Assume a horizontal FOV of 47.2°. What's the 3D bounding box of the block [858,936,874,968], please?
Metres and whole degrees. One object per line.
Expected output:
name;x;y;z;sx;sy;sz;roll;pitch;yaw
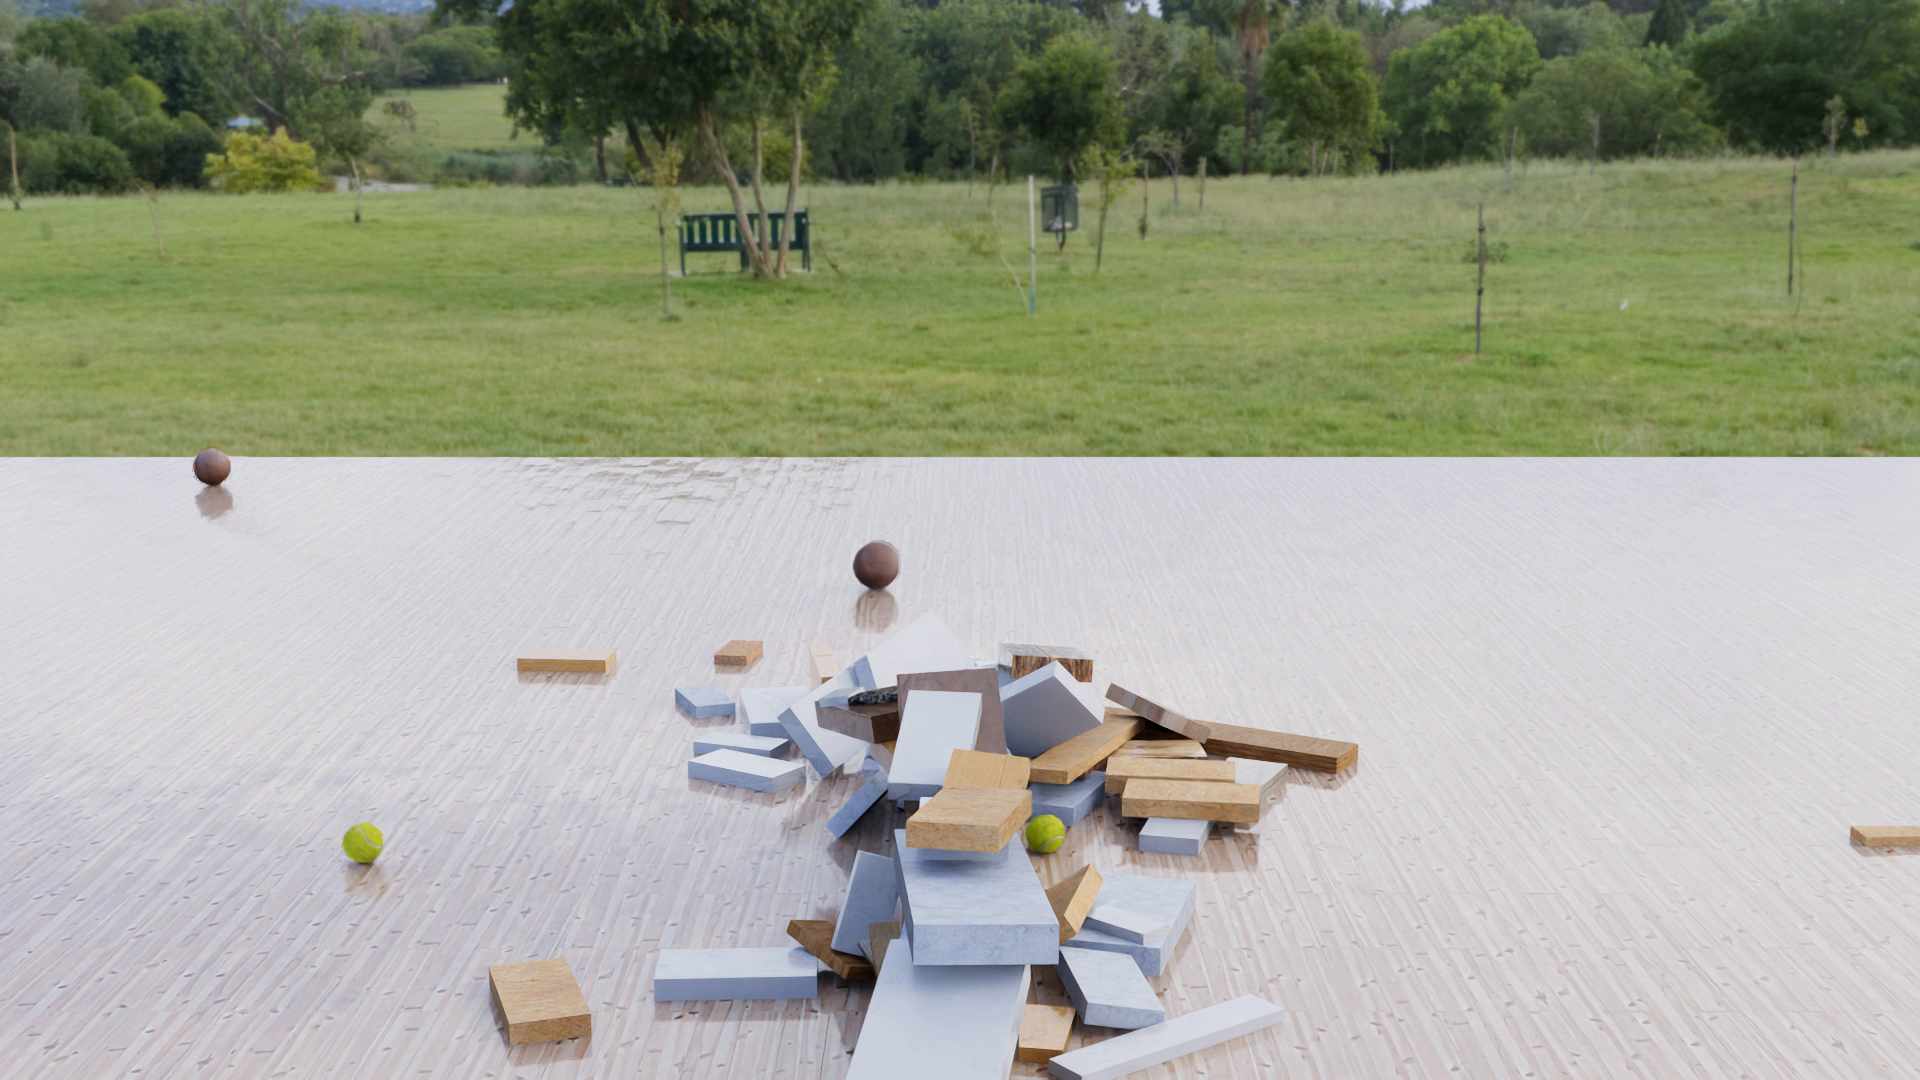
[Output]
block;-0.108;0.624;3.261;0.045;0.013;0.091;-27;66;-26

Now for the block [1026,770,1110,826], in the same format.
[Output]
block;0.197;0.482;4.156;0.121;0.034;0.241;4;11;21

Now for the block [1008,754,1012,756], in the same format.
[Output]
block;0.003;0.412;3.674;0.178;0.050;0.356;0;4;0

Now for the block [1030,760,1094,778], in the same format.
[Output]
block;0.182;0.440;4.228;0.137;0.019;0.068;-2;9;17

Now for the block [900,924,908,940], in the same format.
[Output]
block;-0.014;0.556;3.066;0.130;0.037;0.260;2;18;6

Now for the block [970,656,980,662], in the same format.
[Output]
block;-0.040;0.286;5.244;0.159;0.023;0.080;8;13;37

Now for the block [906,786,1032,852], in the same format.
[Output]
block;0.015;0.377;2.987;0.123;0.035;0.247;2;5;12

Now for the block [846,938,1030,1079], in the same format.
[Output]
block;-0.028;0.601;2.589;0.175;0.050;0.350;2;27;10

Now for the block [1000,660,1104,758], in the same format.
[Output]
block;0.114;0.348;4.217;0.296;0.148;0.042;-29;29;30

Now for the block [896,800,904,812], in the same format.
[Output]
block;-0.086;0.444;4.080;0.017;0.122;0.061;13;-14;14

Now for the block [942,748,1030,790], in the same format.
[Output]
block;0.024;0.421;3.300;0.119;0.034;0.238;6;46;11

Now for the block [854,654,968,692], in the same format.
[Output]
block;-0.080;0.320;4.555;0.301;0.150;0.043;7;-33;-47

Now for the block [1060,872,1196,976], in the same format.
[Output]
block;0.267;0.603;3.475;0.158;0.045;0.316;3;11;15

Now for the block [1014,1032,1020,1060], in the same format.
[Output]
block;0.006;0.561;2.821;0.140;0.040;0.280;1;25;1

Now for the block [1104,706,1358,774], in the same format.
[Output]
block;0.473;0.404;4.576;0.705;0.034;0.118;6;12;31

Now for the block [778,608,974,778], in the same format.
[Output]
block;-0.164;0.309;4.548;0.043;0.150;0.573;-39;-4;35

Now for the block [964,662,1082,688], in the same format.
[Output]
block;0.133;0.286;4.546;0.158;0.045;0.316;4;1;19

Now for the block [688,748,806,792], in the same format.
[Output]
block;-0.419;0.453;4.325;0.212;0.030;0.106;7;13;33

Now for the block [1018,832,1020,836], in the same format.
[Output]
block;0.003;0.505;3.616;0.178;0.050;0.356;0;-13;0

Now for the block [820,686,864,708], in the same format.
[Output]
block;-0.212;0.283;3.969;0.054;0.015;0.107;-8;4;14

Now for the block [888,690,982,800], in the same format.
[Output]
block;-0.038;0.325;3.486;0.119;0.034;0.238;2;33;7

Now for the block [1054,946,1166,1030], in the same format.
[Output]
block;0.215;0.651;3.194;0.113;0.032;0.227;9;8;-10

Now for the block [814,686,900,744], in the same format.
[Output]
block;-0.127;0.307;3.896;0.168;0.048;0.336;-10;4;-20

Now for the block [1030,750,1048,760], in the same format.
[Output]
block;0.046;0.412;4.406;0.296;0.042;0.148;3;2;0

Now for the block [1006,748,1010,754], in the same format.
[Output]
block;0.015;0.388;3.991;0.110;0.031;0.220;-7;4;-11

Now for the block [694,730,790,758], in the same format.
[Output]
block;-0.447;0.423;4.503;0.176;0.025;0.088;4;11;22

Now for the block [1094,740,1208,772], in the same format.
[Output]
block;0.351;0.429;4.346;0.258;0.034;0.121;-1;11;-3

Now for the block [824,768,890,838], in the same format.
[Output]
block;-0.157;0.461;4.050;0.035;0.123;0.246;45;19;4

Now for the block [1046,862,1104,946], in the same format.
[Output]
block;0.144;0.586;3.415;0.123;0.035;0.247;-35;1;17

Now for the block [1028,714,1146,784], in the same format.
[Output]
block;0.248;0.404;4.290;0.088;0.025;0.518;3;8;20

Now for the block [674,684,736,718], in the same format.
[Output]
block;-0.564;0.356;4.863;0.088;0.025;0.175;-4;11;-22

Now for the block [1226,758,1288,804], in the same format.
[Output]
block;0.536;0.470;4.224;0.118;0.034;0.237;5;12;25

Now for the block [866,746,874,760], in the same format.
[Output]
block;-0.056;0.398;4.217;0.123;0.035;0.246;27;-31;-33

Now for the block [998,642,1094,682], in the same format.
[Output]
block;0.169;0.246;4.436;0.158;0.045;0.316;4;1;-4

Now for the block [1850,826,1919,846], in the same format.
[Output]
block;1.671;0.530;3.941;0.125;0.018;0.063;0;11;-1

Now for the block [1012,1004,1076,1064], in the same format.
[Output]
block;0.116;0.690;3.073;0.075;0.021;0.150;2;11;10

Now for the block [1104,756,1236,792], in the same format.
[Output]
block;0.398;0.447;4.158;0.241;0.034;0.121;1;11;7

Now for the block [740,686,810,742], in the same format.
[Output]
block;-0.388;0.373;4.725;0.148;0.042;0.295;-2;11;-10

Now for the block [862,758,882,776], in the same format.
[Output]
block;-0.166;0.450;4.383;0.054;0.015;0.107;1;11;3

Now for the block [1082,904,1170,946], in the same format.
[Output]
block;0.253;0.590;3.374;0.125;0.018;0.063;10;14;43

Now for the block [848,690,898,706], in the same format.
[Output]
block;-0.138;0.277;3.884;0.107;0.015;0.054;-7;4;25

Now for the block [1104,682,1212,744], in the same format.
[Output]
block;0.405;0.355;4.524;0.118;0.034;0.237;24;-1;-26

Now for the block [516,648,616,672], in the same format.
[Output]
block;-0.934;0.285;5.226;0.212;0.030;0.106;1;11;5

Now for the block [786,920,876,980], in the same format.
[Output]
block;-0.187;0.618;3.323;0.075;0.021;0.150;10;13;-45

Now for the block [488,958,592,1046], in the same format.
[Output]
block;-0.609;0.665;3.178;0.113;0.032;0.227;-4;11;-19

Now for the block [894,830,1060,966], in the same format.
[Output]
block;0.012;0.462;2.897;0.175;0.050;0.526;1;5;-4

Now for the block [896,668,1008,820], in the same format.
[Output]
block;-0.008;0.367;3.494;0.168;0.048;0.473;-4;33;-2

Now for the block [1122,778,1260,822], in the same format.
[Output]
block;0.424;0.476;4.023;0.246;0.035;0.123;2;11;9

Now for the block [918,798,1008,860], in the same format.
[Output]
block;0.004;0.404;3.086;0.123;0.035;0.247;1;5;0

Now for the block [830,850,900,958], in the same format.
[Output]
block;-0.136;0.548;3.297;0.075;0.150;0.021;17;-3;-15

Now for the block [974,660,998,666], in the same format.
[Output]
block;0.085;0.310;5.115;0.080;0.023;0.159;-1;11;-7

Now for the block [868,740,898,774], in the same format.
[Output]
block;-0.053;0.353;3.756;0.168;0.048;0.336;-9;4;-9

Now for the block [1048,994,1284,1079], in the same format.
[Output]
block;0.291;0.694;3.055;0.378;0.020;0.069;-8;13;-36

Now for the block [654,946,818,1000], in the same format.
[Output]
block;-0.331;0.646;3.277;0.238;0.034;0.119;-1;11;-3

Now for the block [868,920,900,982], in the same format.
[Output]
block;-0.104;0.621;3.246;0.045;0.119;0.013;-3;-34;-13

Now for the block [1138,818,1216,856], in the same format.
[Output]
block;0.395;0.518;3.973;0.106;0.030;0.212;3;11;15

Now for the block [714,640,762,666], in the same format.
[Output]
block;-0.535;0.272;5.319;0.080;0.023;0.159;2;11;9

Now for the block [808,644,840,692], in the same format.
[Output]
block;-0.285;0.327;4.677;0.042;0.148;0.295;-4;11;-8
